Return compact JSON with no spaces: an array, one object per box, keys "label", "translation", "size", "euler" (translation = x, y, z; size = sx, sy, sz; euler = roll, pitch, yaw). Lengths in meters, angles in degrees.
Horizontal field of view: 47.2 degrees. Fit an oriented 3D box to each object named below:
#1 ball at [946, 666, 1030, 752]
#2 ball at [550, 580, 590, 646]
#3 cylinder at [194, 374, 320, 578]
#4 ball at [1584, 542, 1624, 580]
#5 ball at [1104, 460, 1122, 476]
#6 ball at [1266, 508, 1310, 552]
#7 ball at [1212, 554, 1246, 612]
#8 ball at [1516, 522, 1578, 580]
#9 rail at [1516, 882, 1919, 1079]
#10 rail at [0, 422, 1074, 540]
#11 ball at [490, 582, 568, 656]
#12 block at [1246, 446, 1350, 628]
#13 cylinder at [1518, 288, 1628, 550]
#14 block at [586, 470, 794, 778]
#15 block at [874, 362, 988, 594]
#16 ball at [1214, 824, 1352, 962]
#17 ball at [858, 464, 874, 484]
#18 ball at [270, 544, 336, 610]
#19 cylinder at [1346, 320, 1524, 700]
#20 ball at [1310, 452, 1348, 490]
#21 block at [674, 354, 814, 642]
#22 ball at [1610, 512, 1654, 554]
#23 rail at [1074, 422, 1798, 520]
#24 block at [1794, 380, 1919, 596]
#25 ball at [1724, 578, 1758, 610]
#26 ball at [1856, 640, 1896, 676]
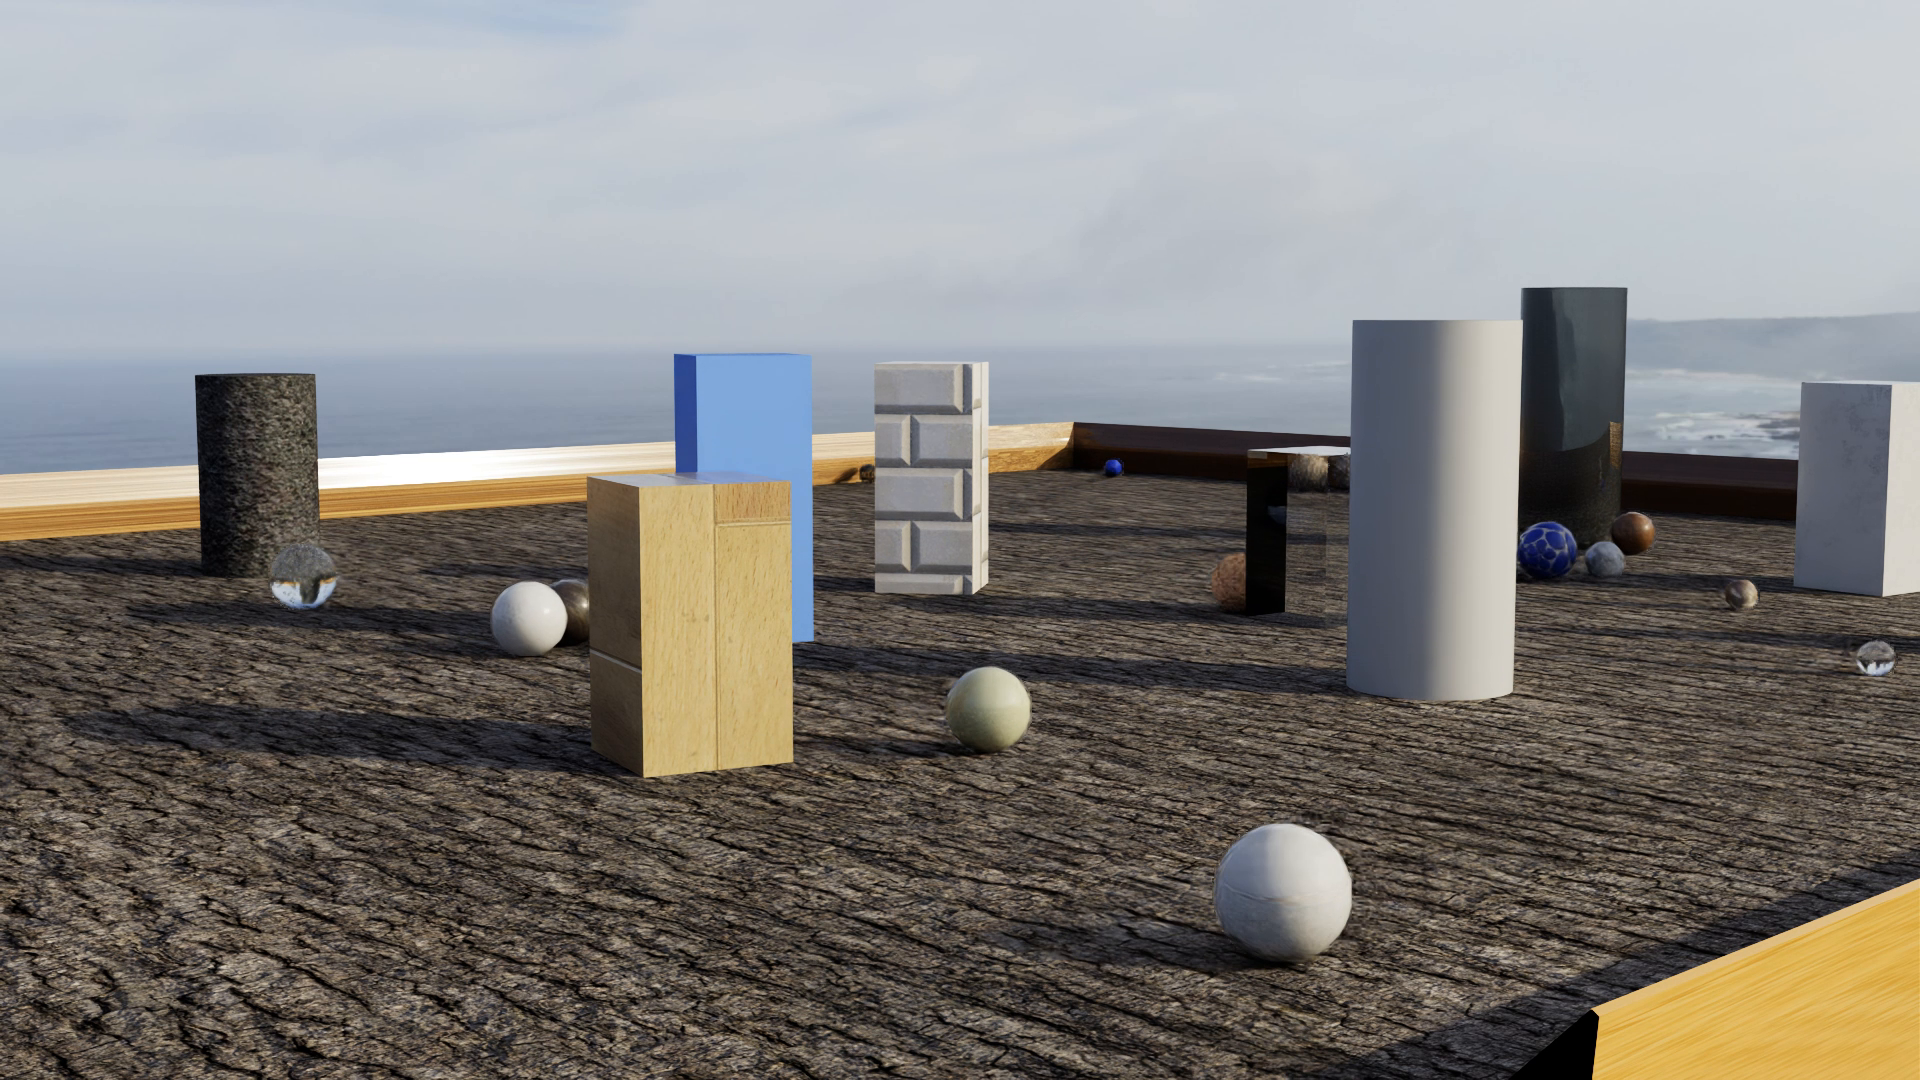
[{"label":"ball","translation":[0.028,0.171,2.218],"size":[0.086,0.086,0.086],"euler":[0,6,0]},{"label":"ball","translation":[-0.520,0.096,2.920],"size":[0.088,0.088,0.088],"euler":[0,6,0]},{"label":"cylinder","translation":[-1.189,-0.113,3.729],"size":[0.194,0.334,0.194],"euler":[0,6,0]},{"label":"ball","translation":[1.066,0.033,3.640],"size":[0.063,0.063,0.063],"euler":[0,6,0]},{"label":"ball","translation":[0.408,-0.193,5.868],"size":[0.047,0.047,0.047],"euler":[0,6,0]},{"label":"ball","translation":[0.605,-0.019,4.060],"size":[0.080,0.080,0.080],"euler":[0,6,0]},{"label":"ball","translation":[0.414,0.063,3.244],"size":[0.086,0.086,0.086],"euler":[0,6,0]},{"label":"ball","translation":[0.967,0.018,3.622],"size":[0.097,0.097,0.097],"euler":[0,6,0]},{"label":"rail","translation":[1.283,0.178,1.949],"size":[4.408,0.126,0.045],"euler":[-5,8,-42]},{"label":"rail","translation":[-1.283,-0.112,4.715],"size":[4.408,0.126,0.045],"euler":[-5,8,-42]},{"label":"ball","translation":[-0.554,0.101,2.829],"size":[0.097,0.097,0.097],"euler":[0,6,0]},{"label":"block","translation":[0.523,-0.008,3.168],"size":[0.155,0.243,0.155],"euler":[-5,8,-38]},{"label":"cylinder","translation":[1.155,-0.234,4.161],"size":[0.194,0.485,0.194],"euler":[0,6,0]},{"label":"block","translation":[-0.270,0.077,2.188],"size":[0.155,0.278,0.155],"euler":[-3,7,-28]},{"label":"block","translation":[-0.044,-0.103,3.513],"size":[0.155,0.360,0.155],"euler":[1,6,10]},{"label":"ball","translation":[0.221,0.241,1.505],"size":[0.094,0.094,0.094],"euler":[0,6,0]},{"label":"ball","translation":[-0.233,-0.168,5.618],"size":[0.051,0.051,0.051],"euler":[0,6,0]},{"label":"ball","translation":[-0.976,0.055,3.268],"size":[0.096,0.096,0.096],"euler":[0,6,0]},{"label":"cylinder","translation":[0.556,-0.042,2.584],"size":[0.194,0.432,0.194],"euler":[0,6,0]},{"label":"ball","translation":[0.910,-0.171,5.431],"size":[0.095,0.095,0.095],"euler":[0,6,0]},{"label":"block","translation":[-0.295,-0.060,2.991],"size":[0.155,0.384,0.155],"euler":[-2,6,-18]},{"label":"ball","translation":[1.225,-0.012,4.006],"size":[0.077,0.077,0.077],"euler":[0,6,0]},{"label":"rail","translation":[1.602,-0.121,4.802],"size":[0.045,0.126,3.832],"euler":[-5,8,-42]},{"label":"block","translation":[1.452,-0.087,3.510],"size":[0.155,0.329,0.155],"euler":[-4,7,-36]},{"label":"ball","translation":[1.160,0.081,3.266],"size":[0.046,0.046,0.046],"euler":[0,6,0]},{"label":"ball","translation":[1.114,0.144,2.675],"size":[0.044,0.044,0.044],"euler":[0,6,0]}]
